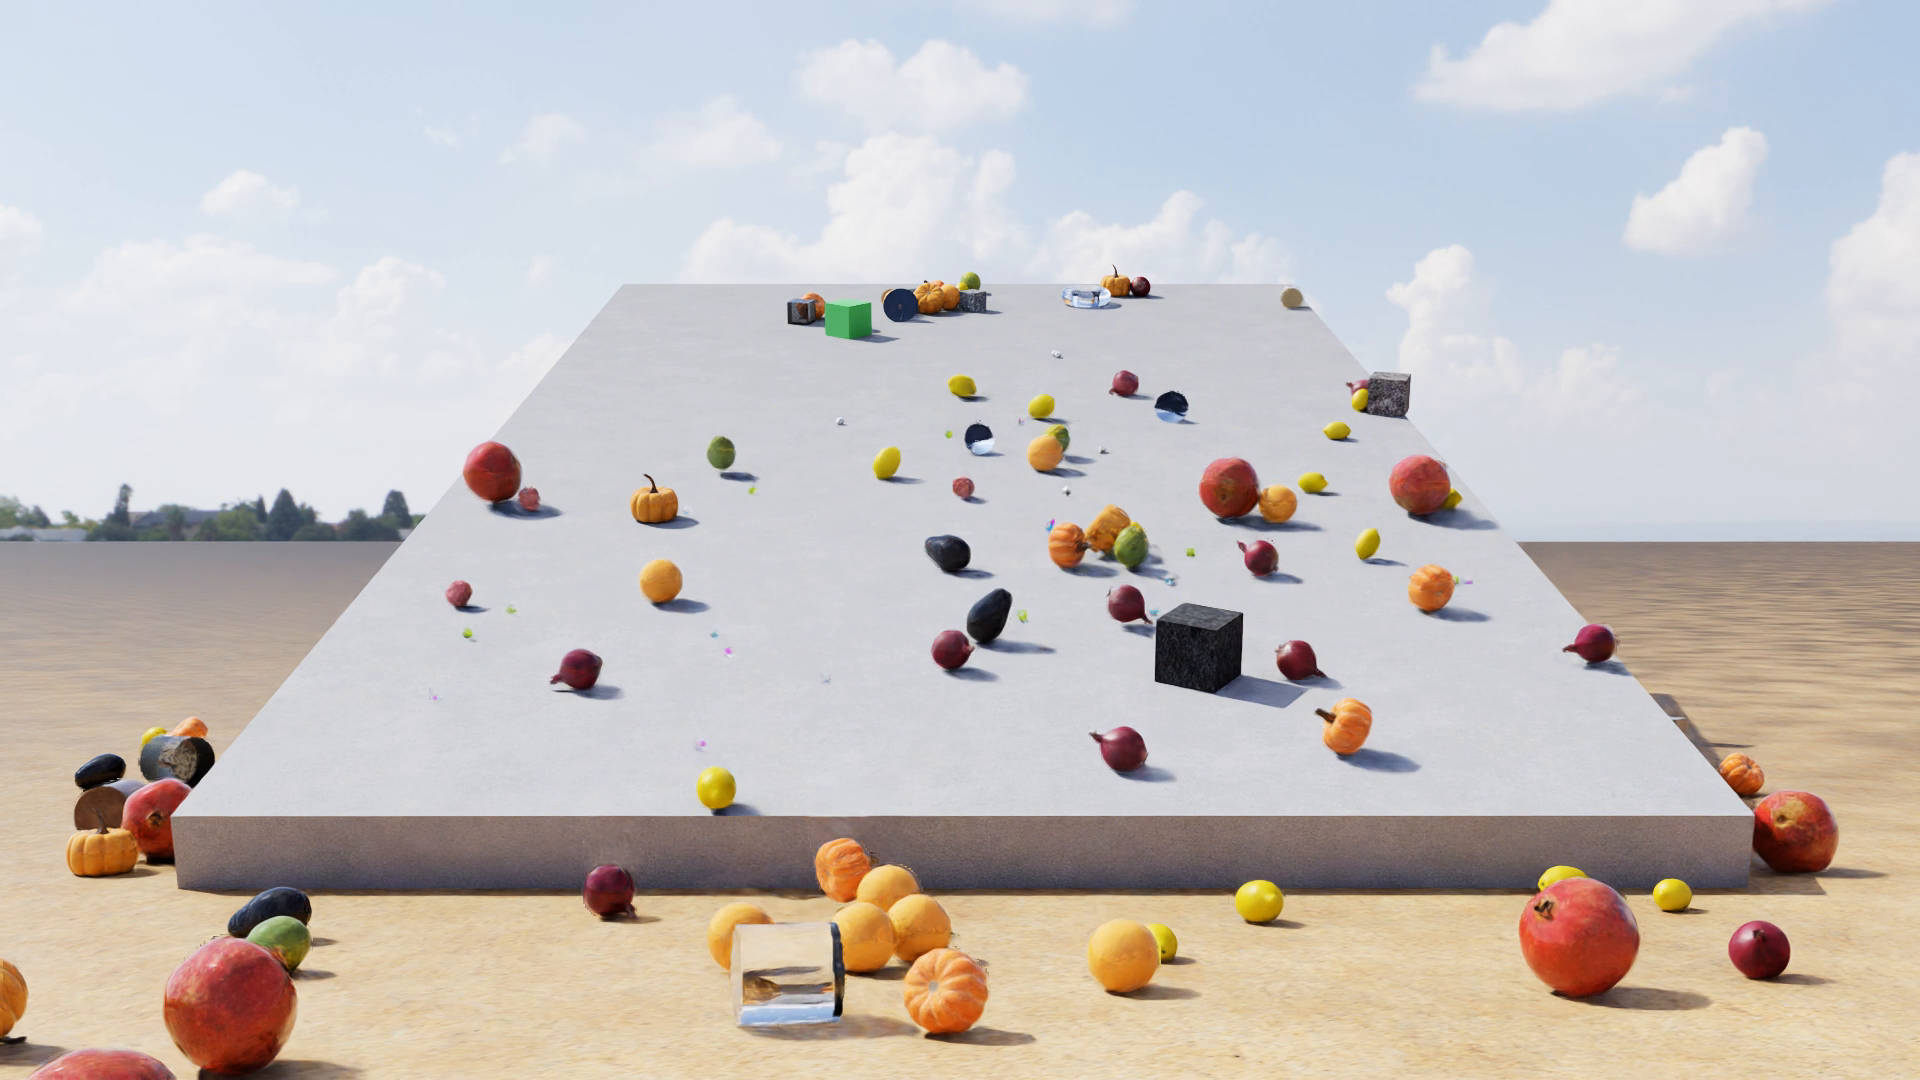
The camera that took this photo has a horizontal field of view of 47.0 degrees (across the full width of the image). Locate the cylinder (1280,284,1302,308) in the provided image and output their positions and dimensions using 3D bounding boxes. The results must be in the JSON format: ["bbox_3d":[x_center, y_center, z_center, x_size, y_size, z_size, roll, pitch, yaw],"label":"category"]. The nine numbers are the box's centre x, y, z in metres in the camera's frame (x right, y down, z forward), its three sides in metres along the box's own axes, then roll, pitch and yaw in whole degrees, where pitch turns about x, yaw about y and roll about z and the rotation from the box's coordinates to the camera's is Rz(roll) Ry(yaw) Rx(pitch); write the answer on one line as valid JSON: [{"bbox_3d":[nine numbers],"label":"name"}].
[{"bbox_3d":[0.936,-0.687,6.248,0.059,0.059,0.059,0,16,6],"label":"cylinder"}]

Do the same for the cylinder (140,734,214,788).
[{"bbox_3d":[-1.399,0.396,3.951,0.091,0.091,0.091,0,0,34],"label":"cylinder"}]

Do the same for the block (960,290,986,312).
[{"bbox_3d":[0.036,-0.670,6.195,0.054,0.054,0.054,14,21,39],"label":"block"}]

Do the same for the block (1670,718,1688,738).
[{"bbox_3d":[1.521,0.411,4.743,0.057,0.057,0.057,0,0,41],"label":"block"}]

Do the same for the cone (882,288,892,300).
[{"bbox_3d":[-0.191,-0.677,6.270,0.056,0.056,0.056,0,-11,10],"label":"cone"}]

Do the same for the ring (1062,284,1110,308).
[{"bbox_3d":[0.358,-0.694,6.292,0.143,0.048,0.143,1,18,0],"label":"ring"}]

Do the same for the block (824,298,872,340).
[{"bbox_3d":[-0.295,-0.584,5.839,0.087,0.087,0.087,14,21,39],"label":"block"}]

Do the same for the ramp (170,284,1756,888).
[{"bbox_3d":[-0.002,-0.162,4.723,2.000,0.100,4.000,0,16,0],"label":"ramp"}]

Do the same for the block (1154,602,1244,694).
[{"bbox_3d":[0.353,0.159,3.268,0.097,0.097,0.097,9,19,29],"label":"block"}]

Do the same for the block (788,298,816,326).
[{"bbox_3d":[-0.431,-0.621,6.013,0.060,0.060,0.060,4,17,15],"label":"block"}]

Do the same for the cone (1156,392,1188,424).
[{"bbox_3d":[0.473,-0.286,4.914,0.072,0.072,0.072,0,-11,8],"label":"cone"}]

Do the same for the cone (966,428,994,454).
[{"bbox_3d":[0.027,-0.204,4.633,0.067,0.067,0.067,0,9,-31],"label":"cone"}]

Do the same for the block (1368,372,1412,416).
[{"bbox_3d":[0.965,-0.329,4.972,0.082,0.082,0.082,5,17,18],"label":"block"}]
